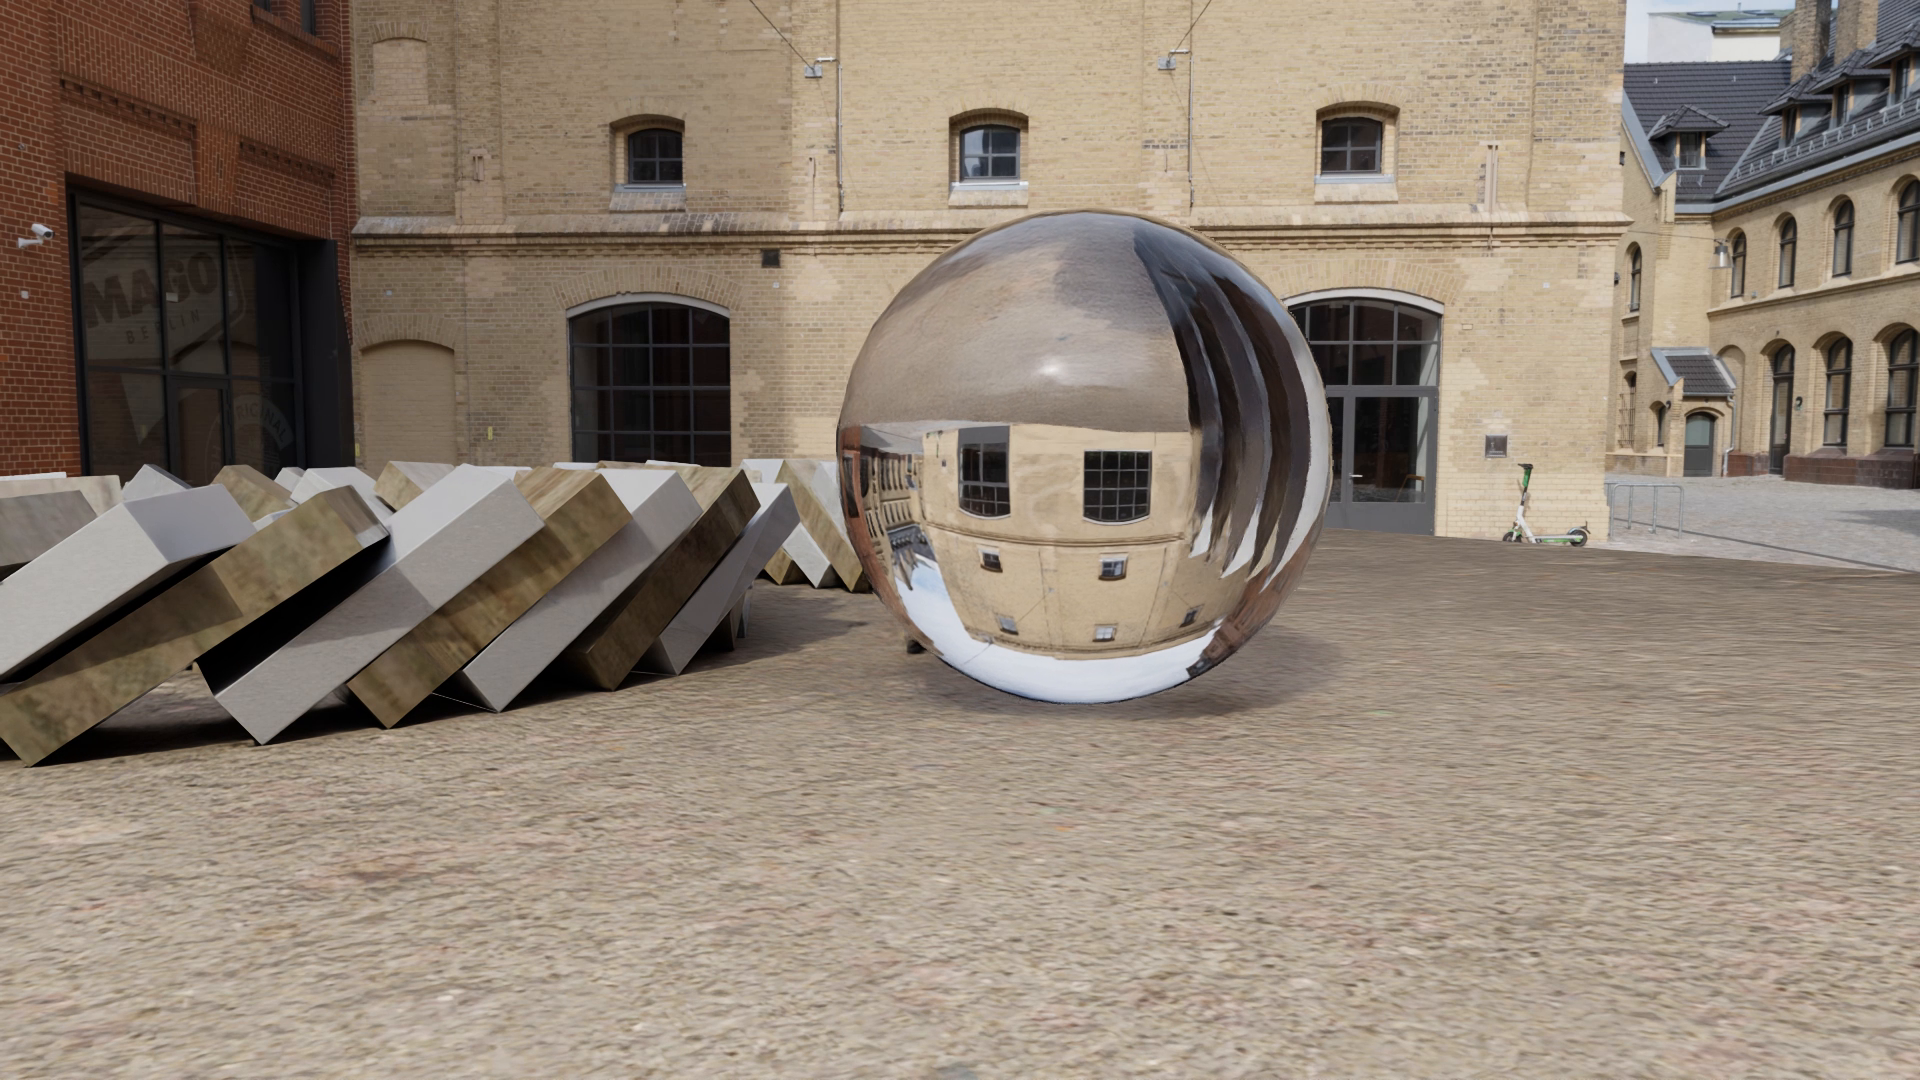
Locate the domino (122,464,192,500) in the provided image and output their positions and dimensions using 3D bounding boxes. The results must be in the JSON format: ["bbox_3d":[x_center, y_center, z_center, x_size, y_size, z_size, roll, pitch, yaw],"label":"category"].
[{"bbox_3d":[-0.190,-0.001,0.335,0.050,0.009,0.025,38,-14,-24],"label":"domino"}]

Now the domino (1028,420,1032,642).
[{"bbox_3d":[0.003,-0.002,0.282,0.025,0.050,0.009,0,-27,2],"label":"domino"}]

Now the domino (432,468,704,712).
[{"bbox_3d":[-0.070,0.007,0.223,0.025,0.009,0.050,4,43,43],"label":"domino"}]

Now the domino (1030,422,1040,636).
[{"bbox_3d":[0.005,-0.003,0.293,0.025,0.050,0.009,0,-27,2],"label":"domino"}]

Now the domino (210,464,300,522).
[{"bbox_3d":[-0.174,-0.002,0.345,0.050,0.009,0.025,36,-7,-16],"label":"domino"}]

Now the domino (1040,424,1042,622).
[{"bbox_3d":[0.007,-0.005,0.315,0.025,0.050,0.009,0,-27,2],"label":"domino"}]

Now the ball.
[{"bbox_3d":[0.020,-0.013,0.210,0.080,0.080,0.080,0,4,0],"label":"ball"}]

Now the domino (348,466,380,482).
[{"bbox_3d":[-0.177,-0.007,0.421,0.050,0.009,0.025,31,-6,-11],"label":"domino"}]

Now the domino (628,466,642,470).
[{"bbox_3d":[-0.069,0.000,0.319,0.025,0.010,0.050,2,37,-19],"label":"domino"}]

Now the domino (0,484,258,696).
[{"bbox_3d":[-0.125,0.011,0.176,0.050,0.009,0.025,-33,9,2],"label":"domino"}]

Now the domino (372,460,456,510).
[{"bbox_3d":[-0.136,-0.003,0.358,0.050,0.009,0.025,38,12,14],"label":"domino"}]

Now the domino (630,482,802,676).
[{"bbox_3d":[-0.055,0.006,0.256,0.025,0.009,0.050,2,36,25],"label":"domino"}]

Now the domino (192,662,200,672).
[{"bbox_3d":[-0.119,0.019,0.253,0.050,0.010,0.025,0,4,-5],"label":"domino"}]

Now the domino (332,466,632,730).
[{"bbox_3d":[-0.080,0.008,0.210,0.025,0.009,0.050,8,46,48],"label":"domino"}]

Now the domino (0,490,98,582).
[{"bbox_3d":[-0.145,0.012,0.174,0.050,0.009,0.025,-32,4,7],"label":"domino"}]

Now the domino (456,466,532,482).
[{"bbox_3d":[-0.116,-0.002,0.354,0.050,0.010,0.025,40,21,23],"label":"domino"}]

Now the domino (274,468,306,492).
[{"bbox_3d":[-0.194,-0.006,0.414,0.050,0.009,0.025,31,-6,-17],"label":"domino"}]

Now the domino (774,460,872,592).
[{"bbox_3d":[-0.033,-0.005,0.385,0.025,0.009,0.050,-3,42,-41],"label":"domino"}]

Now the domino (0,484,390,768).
[{"bbox_3d":[-0.109,0.011,0.184,0.050,0.009,0.025,-36,13,-10],"label":"domino"}]

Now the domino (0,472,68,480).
[{"bbox_3d":[-0.184,0.005,0.249,0.025,0.009,0.050,-8,-25,-30],"label":"domino"}]

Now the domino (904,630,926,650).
[{"bbox_3d":[0.002,-0.002,0.271,0.025,0.050,0.010,0,-27,2],"label":"domino"}]

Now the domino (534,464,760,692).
[{"bbox_3d":[-0.061,0.005,0.240,0.025,0.009,0.050,4,43,30],"label":"domino"}]

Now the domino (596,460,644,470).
[{"bbox_3d":[-0.096,-0.008,0.423,0.050,0.009,0.025,38,15,19],"label":"domino"}]

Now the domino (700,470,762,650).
[{"bbox_3d":[-0.059,0.003,0.280,0.025,0.009,0.050,1,39,-1],"label":"domino"}]

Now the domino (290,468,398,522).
[{"bbox_3d":[-0.155,-0.002,0.355,0.050,0.009,0.025,34,5,-1],"label":"domino"}]

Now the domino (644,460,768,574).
[{"bbox_3d":[-0.080,-0.007,0.417,0.050,0.010,0.025,40,18,24],"label":"domino"}]

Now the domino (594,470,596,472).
[{"bbox_3d":[-0.078,0.000,0.333,0.025,0.009,0.050,-2,38,-26],"label":"domino"}]

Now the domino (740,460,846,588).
[{"bbox_3d":[-0.046,-0.006,0.395,0.025,0.009,0.050,-4,43,-47],"label":"domino"}]

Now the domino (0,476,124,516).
[{"bbox_3d":[-0.171,0.006,0.237,0.025,0.009,0.050,-7,-27,-39],"label":"domino"}]

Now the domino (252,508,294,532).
[{"bbox_3d":[-0.140,0.008,0.244,0.050,0.010,0.025,-25,6,11],"label":"domino"}]

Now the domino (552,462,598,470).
[{"bbox_3d":[-0.112,-0.008,0.428,0.050,0.009,0.025,37,15,16],"label":"domino"}]

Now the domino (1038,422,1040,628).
[{"bbox_3d":[0.006,-0.004,0.304,0.025,0.050,0.009,0,-27,2],"label":"domino"}]

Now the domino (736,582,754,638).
[{"bbox_3d":[-0.060,0.003,0.297,0.025,0.010,0.050,0,36,-2],"label":"domino"}]

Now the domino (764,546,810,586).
[{"bbox_3d":[-0.060,-0.005,0.406,0.050,0.009,0.025,42,28,30],"label":"domino"}]

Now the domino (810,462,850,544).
[{"bbox_3d":[-0.021,-0.004,0.373,0.025,0.009,0.050,-3,42,-38],"label":"domino"}]

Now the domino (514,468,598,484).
[{"bbox_3d":[-0.098,-0.001,0.345,0.025,0.009,0.050,-5,40,-48],"label":"domino"}]

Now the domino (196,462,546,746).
[{"bbox_3d":[-0.091,0.008,0.199,0.050,0.010,0.025,-43,30,-23],"label":"domino"}]

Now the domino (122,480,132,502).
[{"bbox_3d":[-0.231,-0.003,0.395,0.050,0.009,0.025,29,-10,-28],"label":"domino"}]
